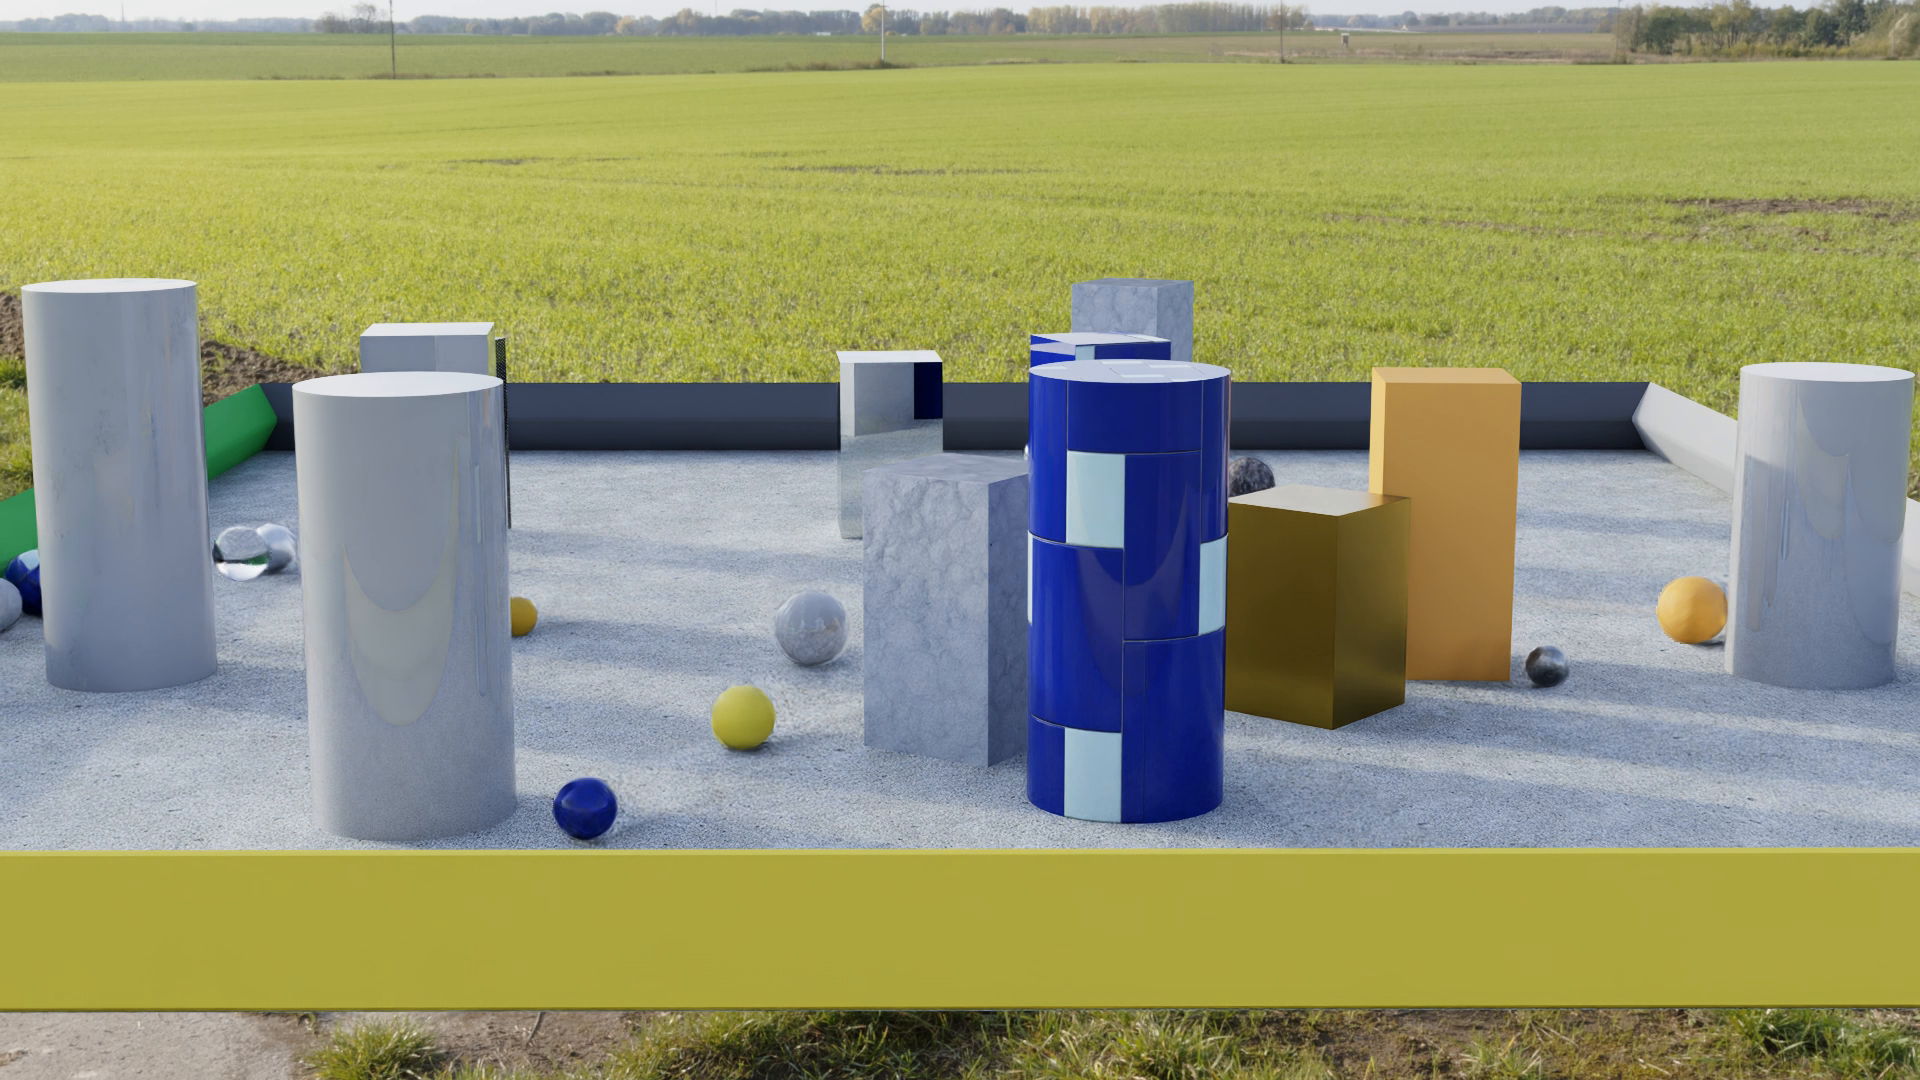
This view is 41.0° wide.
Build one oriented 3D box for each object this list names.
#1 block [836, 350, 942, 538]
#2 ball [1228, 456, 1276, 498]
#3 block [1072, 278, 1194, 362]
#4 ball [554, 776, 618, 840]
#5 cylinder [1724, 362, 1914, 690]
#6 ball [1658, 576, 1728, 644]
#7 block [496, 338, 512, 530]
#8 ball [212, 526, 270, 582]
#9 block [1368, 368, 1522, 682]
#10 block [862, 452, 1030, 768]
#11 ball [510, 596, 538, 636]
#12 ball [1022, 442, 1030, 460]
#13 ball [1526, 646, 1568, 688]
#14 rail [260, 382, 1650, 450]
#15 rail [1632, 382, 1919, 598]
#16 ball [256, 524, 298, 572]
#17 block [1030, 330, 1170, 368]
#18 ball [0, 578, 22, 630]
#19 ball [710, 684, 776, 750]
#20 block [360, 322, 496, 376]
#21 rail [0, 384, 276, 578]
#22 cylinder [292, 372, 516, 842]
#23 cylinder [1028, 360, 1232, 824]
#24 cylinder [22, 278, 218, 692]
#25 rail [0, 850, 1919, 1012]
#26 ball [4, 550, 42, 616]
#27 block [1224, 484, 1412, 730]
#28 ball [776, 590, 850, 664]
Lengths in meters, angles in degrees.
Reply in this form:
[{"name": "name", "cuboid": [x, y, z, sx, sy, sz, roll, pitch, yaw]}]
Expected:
[{"name": "block", "cuboid": [-0.112, -0.153, 4.057, 0.158, 0.275, 0.158, -1, 11, -5]}, {"name": "ball", "cuboid": [0.473, -0.091, 4.221, 0.093, 0.093, 0.093, 0, 10, 0]}, {"name": "block", "cuboid": [0.297, -0.265, 4.428, 0.158, 0.360, 0.158, 5, 12, 27]}, {"name": "ball", "cuboid": [-0.357, 0.255, 2.443, 0.061, 0.061, 0.061, 0, 10, 0]}, {"name": "cylinder", "cuboid": [1.033, -0.021, 3.091, 0.198, 0.366, 0.198, 0, 10, 0]}, {"name": "ball", "cuboid": [0.935, 0.089, 3.269, 0.086, 0.086, 0.086, 0, 10, 0]}, {"name": "block", "cuboid": [-0.814, -0.159, 4.008, 0.158, 0.304, 0.158, 3, 11, 17]}, {"name": "ball", "cuboid": [-1.027, 0.020, 3.663, 0.079, 0.079, 0.079, 0, 10, 0]}, {"name": "block", "cuboid": [0.584, -0.022, 3.122, 0.158, 0.358, 0.158, 1, 11, 3]}, {"name": "block", "cuboid": [0.006, 0.071, 2.775, 0.158, 0.302, 0.158, 7, 12, 32]}, {"name": "ball", "cuboid": [-0.572, 0.098, 3.316, 0.052, 0.052, 0.052, 0, 10, 0]}, {"name": "ball", "cuboid": [0.144, -0.156, 4.660, 0.061, 0.061, 0.061, 0, 10, 0]}, {"name": "ball", "cuboid": [0.696, 0.150, 3.041, 0.050, 0.050, 0.050, 0, 10, 0]}, {"name": "rail", "cuboid": [-0.008, -0.233, 4.885, 2.660, 0.128, 0.045, 0, 10, 0]}, {"name": "rail", "cuboid": [1.306, 0.032, 3.456, 0.045, 0.128, 2.968, 0, 10, 0]}, {"name": "ball", "cuboid": [-1.000, 0.011, 3.733, 0.070, 0.070, 0.070, 0, 10, 0]}, {"name": "block", "cuboid": [0.212, -0.149, 3.913, 0.158, 0.320, 0.158, -4, 11, -23]}, {"name": "ball", "cuboid": [-1.257, 0.084, 3.337, 0.071, 0.071, 0.071, 0, 10, 0]}, {"name": "ball", "cuboid": [-0.234, 0.191, 2.765, 0.070, 0.070, 0.070, 0, 10, 0]}, {"name": "block", "cuboid": [-0.686, -0.081, 3.350, 0.158, 0.390, 0.158, -1, 11, -7]}, {"name": "rail", "cuboid": [-1.306, 0.034, 3.441, 0.045, 0.128, 2.968, 0, 10, 0]}, {"name": "cylinder", "cuboid": [-0.538, 0.059, 2.497, 0.198, 0.425, 0.198, 0, 10, 0]}, {"name": "cylinder", "cuboid": [0.166, 0.046, 2.553, 0.198, 0.431, 0.198, 0, 10, 0]}, {"name": "cylinder", "cuboid": [-1.004, -0.070, 3.071, 0.198, 0.470, 0.198, 0, 10, 0]}, {"name": "rail", "cuboid": [0.008, 0.299, 2.013, 2.660, 0.128, 0.045, 0, 10, 0]}, {"name": "ball", "cuboid": [-1.235, 0.057, 3.439, 0.088, 0.088, 0.088, 0, 10, 0]}, {"name": "block", "cuboid": [0.403, 0.072, 2.934, 0.158, 0.241, 0.158, 9, 14, 39]}, {"name": "ball", "cuboid": [-0.181, 0.108, 3.153, 0.092, 0.092, 0.092, 0, 10, 0]}]
